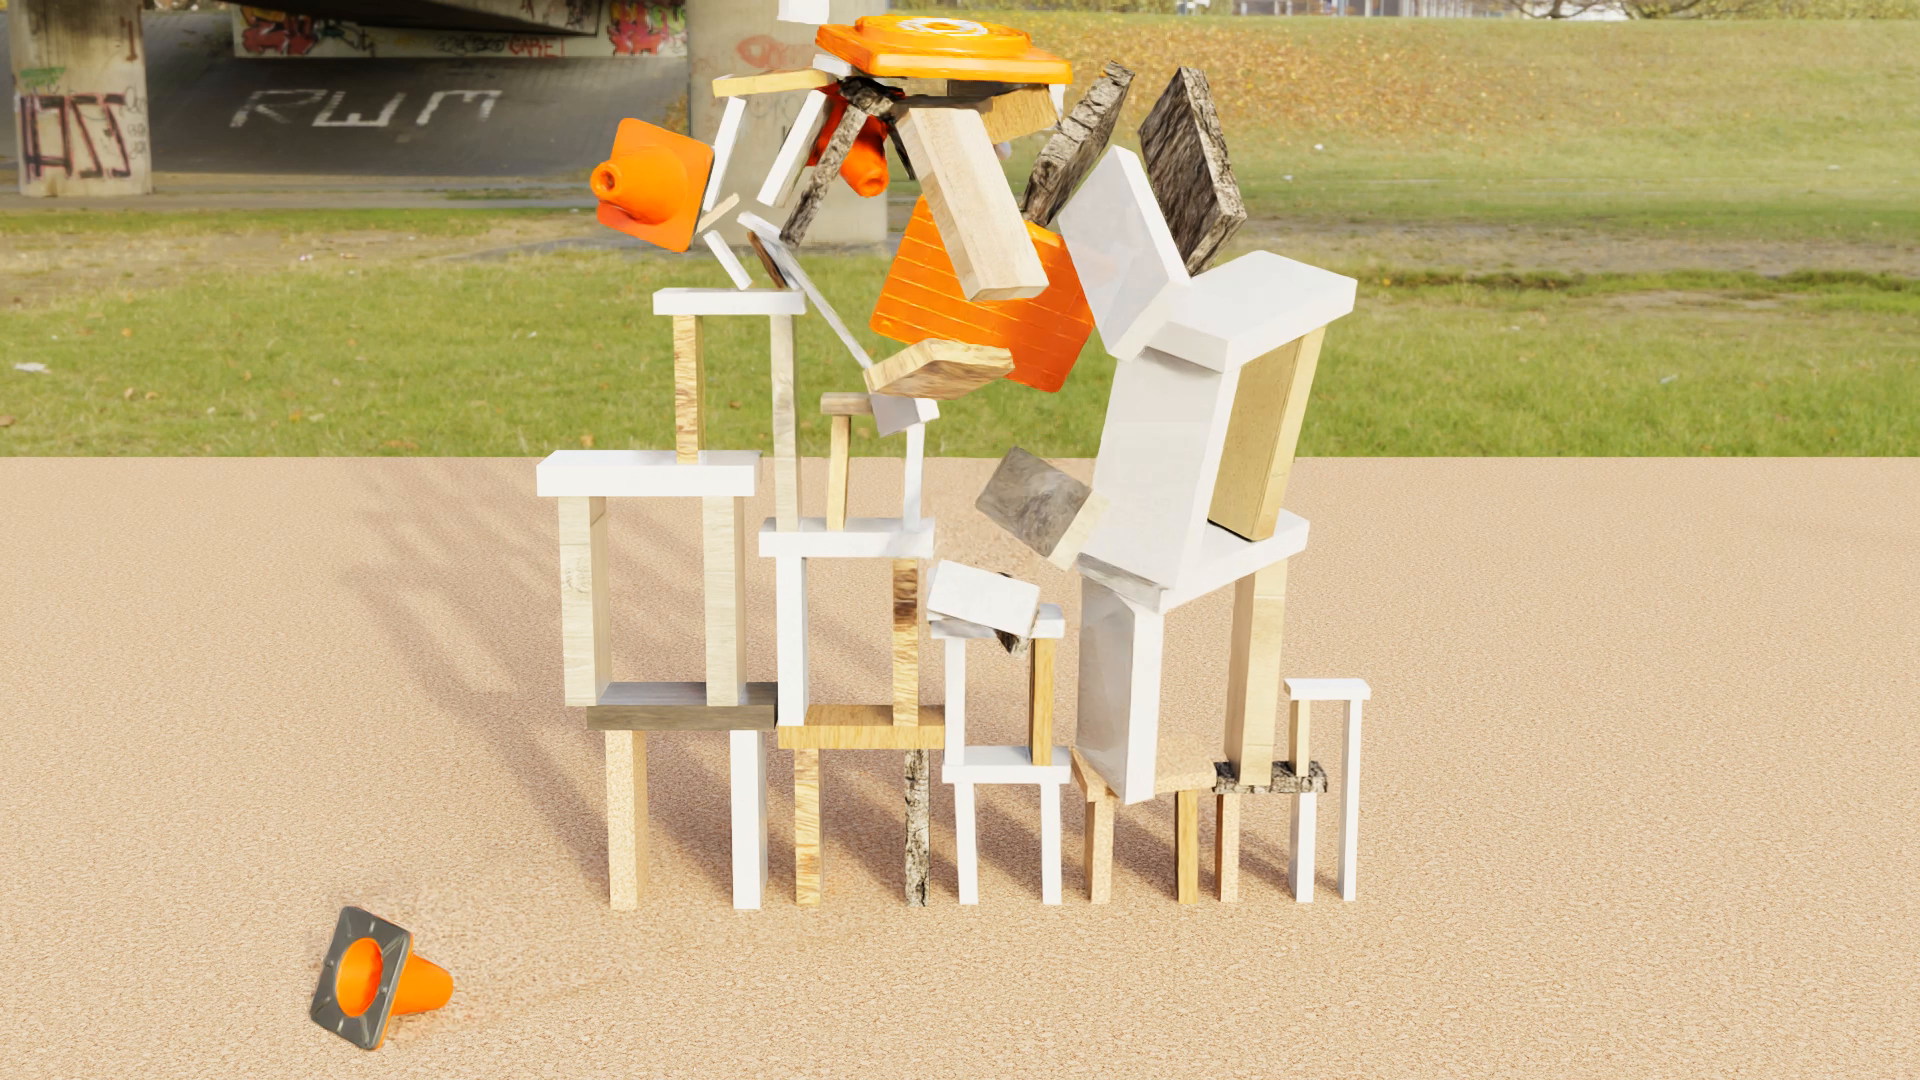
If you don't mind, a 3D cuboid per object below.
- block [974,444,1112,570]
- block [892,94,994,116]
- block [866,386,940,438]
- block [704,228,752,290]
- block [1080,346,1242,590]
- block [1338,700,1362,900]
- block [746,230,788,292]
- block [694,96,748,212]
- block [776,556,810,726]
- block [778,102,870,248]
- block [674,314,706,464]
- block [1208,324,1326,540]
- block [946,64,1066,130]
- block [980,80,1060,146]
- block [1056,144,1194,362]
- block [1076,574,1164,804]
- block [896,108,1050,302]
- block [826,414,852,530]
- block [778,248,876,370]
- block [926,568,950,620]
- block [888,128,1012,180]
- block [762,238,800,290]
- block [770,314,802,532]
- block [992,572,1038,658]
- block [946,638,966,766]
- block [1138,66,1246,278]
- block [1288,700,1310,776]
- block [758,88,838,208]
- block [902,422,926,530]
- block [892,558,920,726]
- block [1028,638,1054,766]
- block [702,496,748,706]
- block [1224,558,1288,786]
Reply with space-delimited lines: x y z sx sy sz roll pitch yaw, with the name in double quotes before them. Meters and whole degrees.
"block" 0.107 -0.050 3.014 0.030 0.108 0.384 32 2 -18
"block" -0.026 -0.647 3.284 0.137 0.019 0.068 7 24 27
"block" -0.091 -0.223 3.357 0.030 0.108 0.215 -15 1 -19
"block" -0.365 -0.442 3.466 0.015 0.103 0.051 -34 10 10
"block" 0.292 -0.122 3.232 0.175 0.349 0.049 23 22 32
"block" 0.644 0.422 3.635 0.018 0.343 0.065 0 11 0
"block" -0.303 -0.444 3.473 0.015 0.103 0.051 -29 10 7
"block" -0.371 -0.603 3.428 0.025 0.178 0.089 18 12 -6
"block" -0.273 0.151 3.593 0.039 0.278 0.139 0 11 0
"block" -0.209 -0.570 3.410 0.033 0.233 0.117 28 15 -8
"block" -0.431 -0.247 3.514 0.033 0.235 0.117 0 11 0
"block" 0.441 -0.195 3.391 0.049 0.349 0.175 -10 30 -44
"block" 0.071 -0.695 3.450 0.182 0.091 0.026 1 23 -8
"block" 0.077 -0.649 3.364 0.137 0.068 0.019 -15 13 18
"block" 0.232 -0.412 3.147 0.042 0.149 0.298 15 41 -32
"block" 0.247 0.220 3.440 0.049 0.348 0.174 -12 31 -21
"block" 0.016 -0.431 2.822 0.117 0.263 0.033 -9 -19 -40
"block" -0.194 -0.114 3.540 0.026 0.182 0.091 4 11 0
"block" -0.203 -0.353 3.480 0.013 0.262 0.046 -36 15 6
"block" -0.033 0.085 3.442 0.022 0.079 0.158 1 -1 4
"block" -0.016 -0.645 3.558 0.182 0.091 0.026 -7 36 28
"block" -0.281 -0.437 3.469 0.013 0.092 0.046 -32 12 8
"block" -0.277 -0.194 3.521 0.033 0.345 0.117 -1 11 0
"block" 0.080 0.116 3.425 0.022 0.079 0.158 11 16 -18
"block" -0.007 0.250 3.595 0.030 0.213 0.107 1 12 1
"block" 0.348 -0.556 3.334 0.042 0.298 0.149 6 -35 -24
"block" 0.557 0.316 3.614 0.018 0.130 0.065 -1 12 -4
"block" -0.253 -0.610 3.433 0.025 0.191 0.089 28 9 4
"block" -0.074 -0.114 3.540 0.026 0.182 0.091 3 11 0
"block" -0.087 0.151 3.592 0.039 0.278 0.139 0 11 0
"block" 0.133 0.251 3.593 0.030 0.213 0.107 1 12 -2
"block" -0.381 0.083 3.579 0.048 0.341 0.171 0 11 0
"block" 0.481 0.191 3.591 0.049 0.379 0.174 2 13 -3
